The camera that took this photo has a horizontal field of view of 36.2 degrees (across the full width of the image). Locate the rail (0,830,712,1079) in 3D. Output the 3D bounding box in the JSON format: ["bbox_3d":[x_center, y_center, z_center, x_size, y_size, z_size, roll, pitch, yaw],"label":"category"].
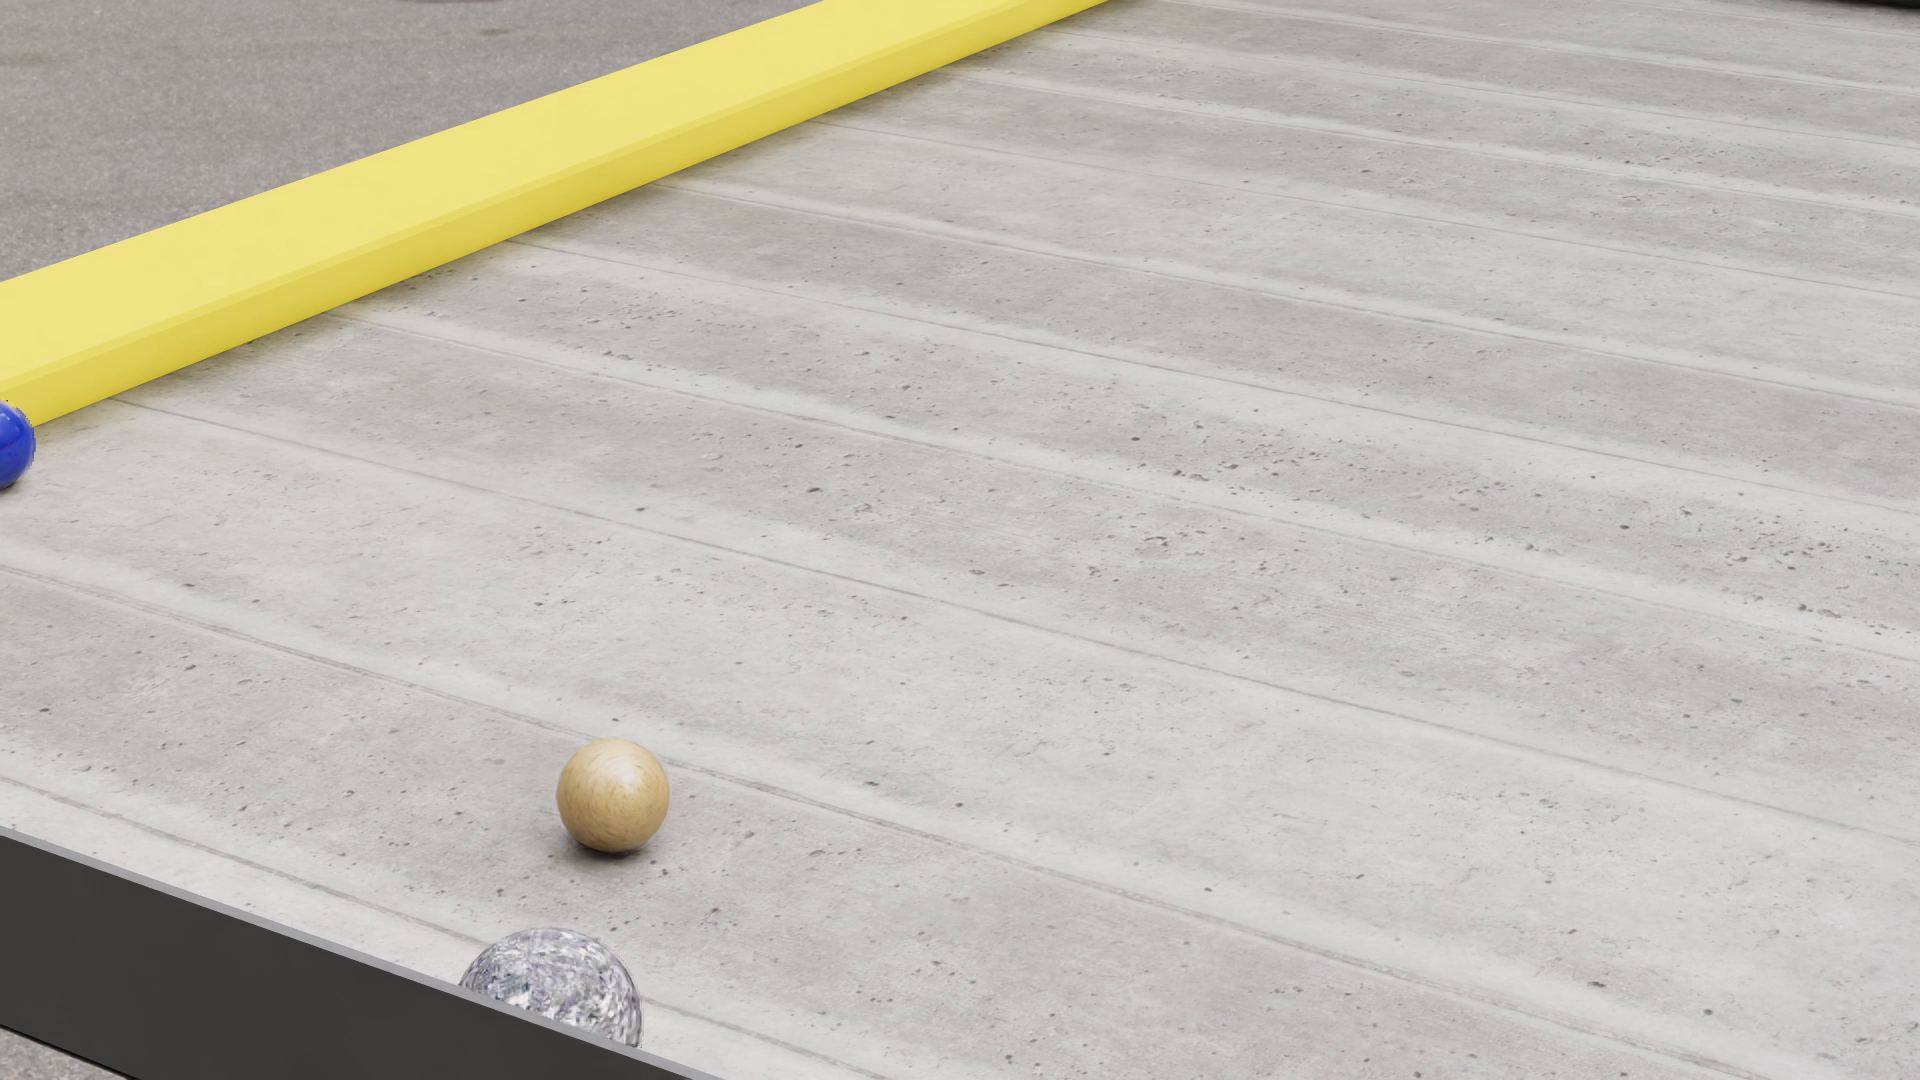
[{"bbox_3d":[-0.356,0.212,1.420,1.570,0.119,0.045,13,26,28],"label":"rail"}]

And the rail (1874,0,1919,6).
[{"bbox_3d":[1.093,-0.727,3.641,1.570,0.119,0.045,13,26,28],"label":"rail"}]

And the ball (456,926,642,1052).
[{"bbox_3d":[-0.199,0.232,1.411,0.092,0.092,0.092,0,23,0],"label":"ball"}]

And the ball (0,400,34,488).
[{"bbox_3d":[-0.715,-0.070,2.155,0.069,0.069,0.069,0,23,0],"label":"ball"}]

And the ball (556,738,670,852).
[{"bbox_3d":[-0.195,0.144,1.655,0.064,0.064,0.064,0,23,0],"label":"ball"}]

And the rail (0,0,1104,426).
[{"bbox_3d":[-0.284,-0.410,2.892,0.045,0.119,2.860,13,26,28],"label":"rail"}]
